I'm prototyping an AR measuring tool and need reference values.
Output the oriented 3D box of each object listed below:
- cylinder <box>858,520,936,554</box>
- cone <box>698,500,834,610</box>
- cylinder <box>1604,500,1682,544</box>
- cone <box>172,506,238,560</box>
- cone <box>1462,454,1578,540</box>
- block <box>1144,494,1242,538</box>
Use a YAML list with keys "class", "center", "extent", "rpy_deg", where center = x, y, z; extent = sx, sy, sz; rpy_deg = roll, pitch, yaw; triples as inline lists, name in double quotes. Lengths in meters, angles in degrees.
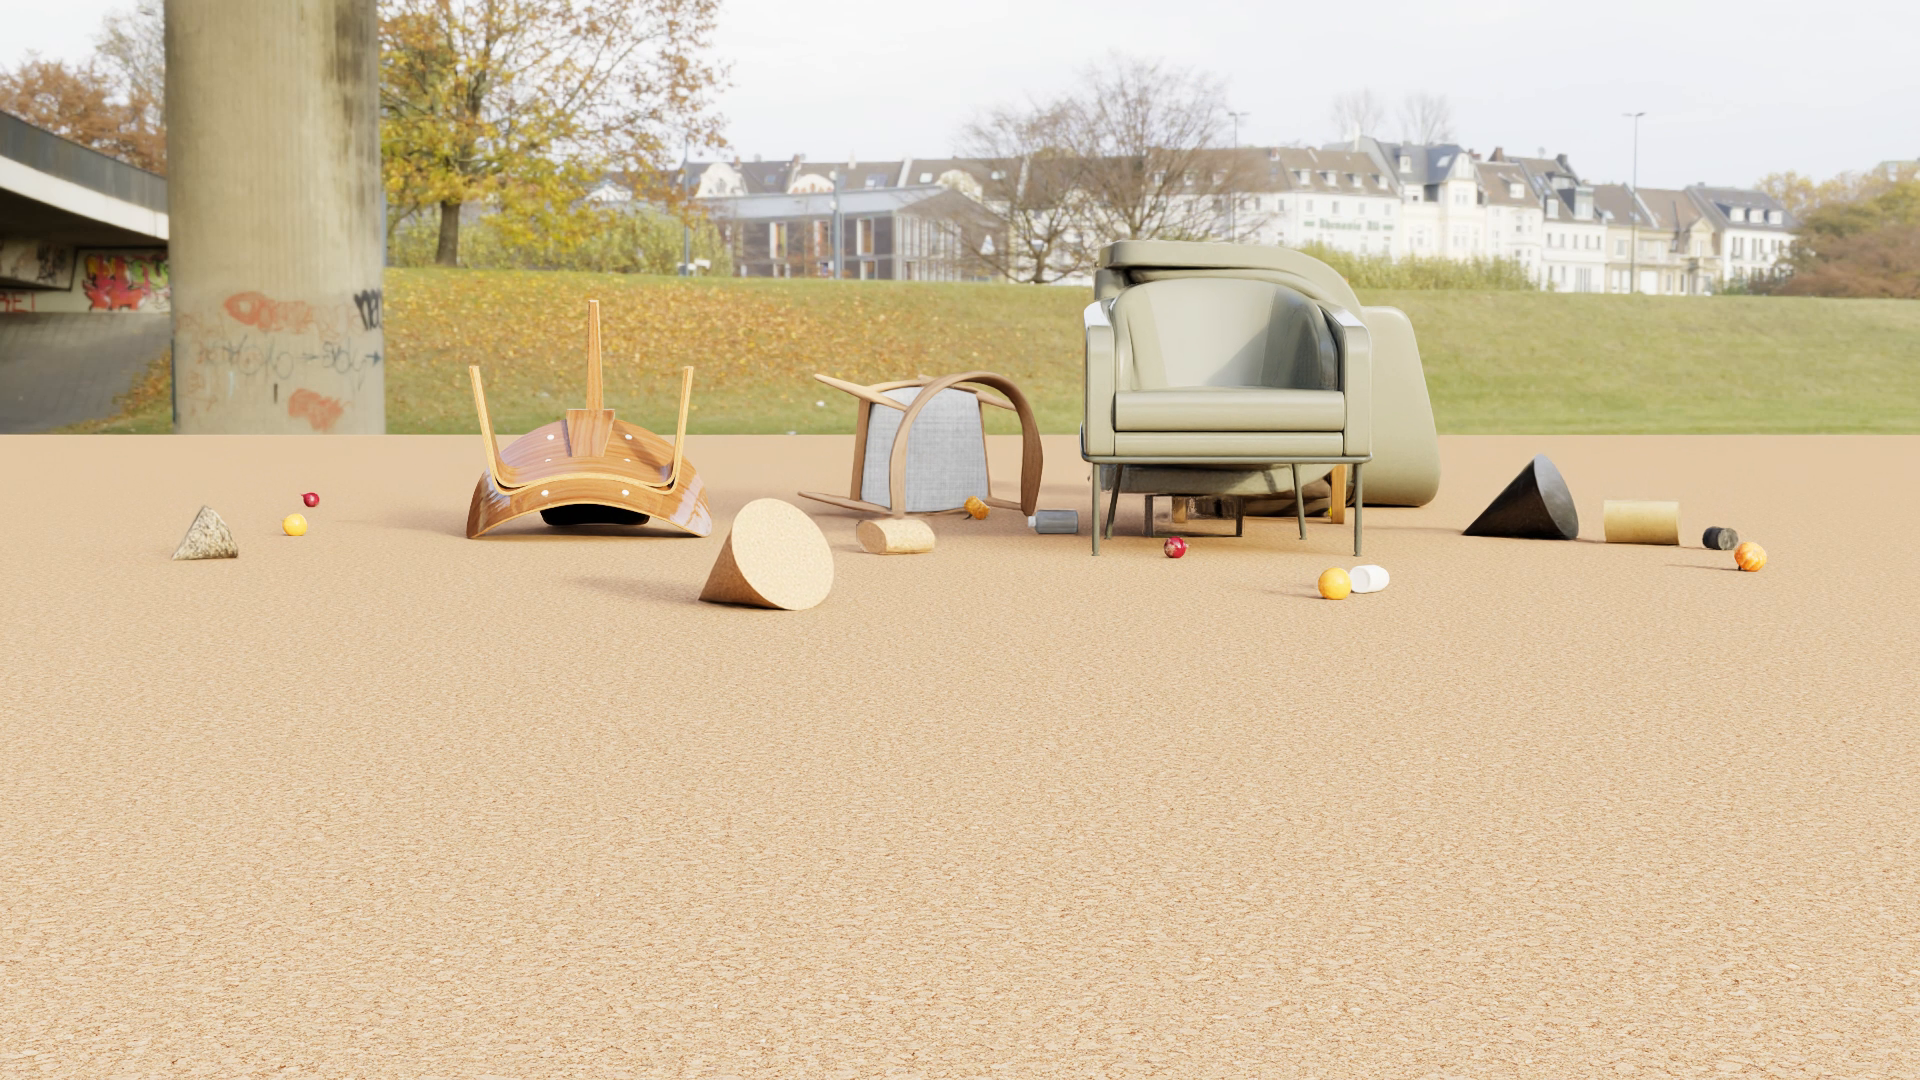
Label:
- class: "cylinder"
  center: [-0.174, -0.008, 6.026]
  extent: [0.163, 0.081, 0.142]
  rpy_deg: [-3, 23, -38]
- class: "cone"
  center: [-0.459, 0.078, 4.586]
  extent: [0.283, 0.242, 0.273]
  rpy_deg: [-27, -23, 39]
- class: "cylinder"
  center: [1.971, -0.050, 6.346]
  extent: [0.201, 0.098, 0.170]
  rpy_deg: [2, -32, 24]
- class: "cone"
  center: [-2.017, 0.016, 5.803]
  extent: [0.151, 0.159, 0.147]
  rpy_deg: [-37, 13, -33]
- class: "cone"
  center: [1.664, -0.073, 6.674]
  extent: [0.325, 0.278, 0.246]
  rpy_deg: [-25, -6, 33]
- class: "block"
  center: [0.712, -0.074, 6.706]
  extent: [0.277, 0.125, 0.120]
  rpy_deg: [0, 4, -7]
